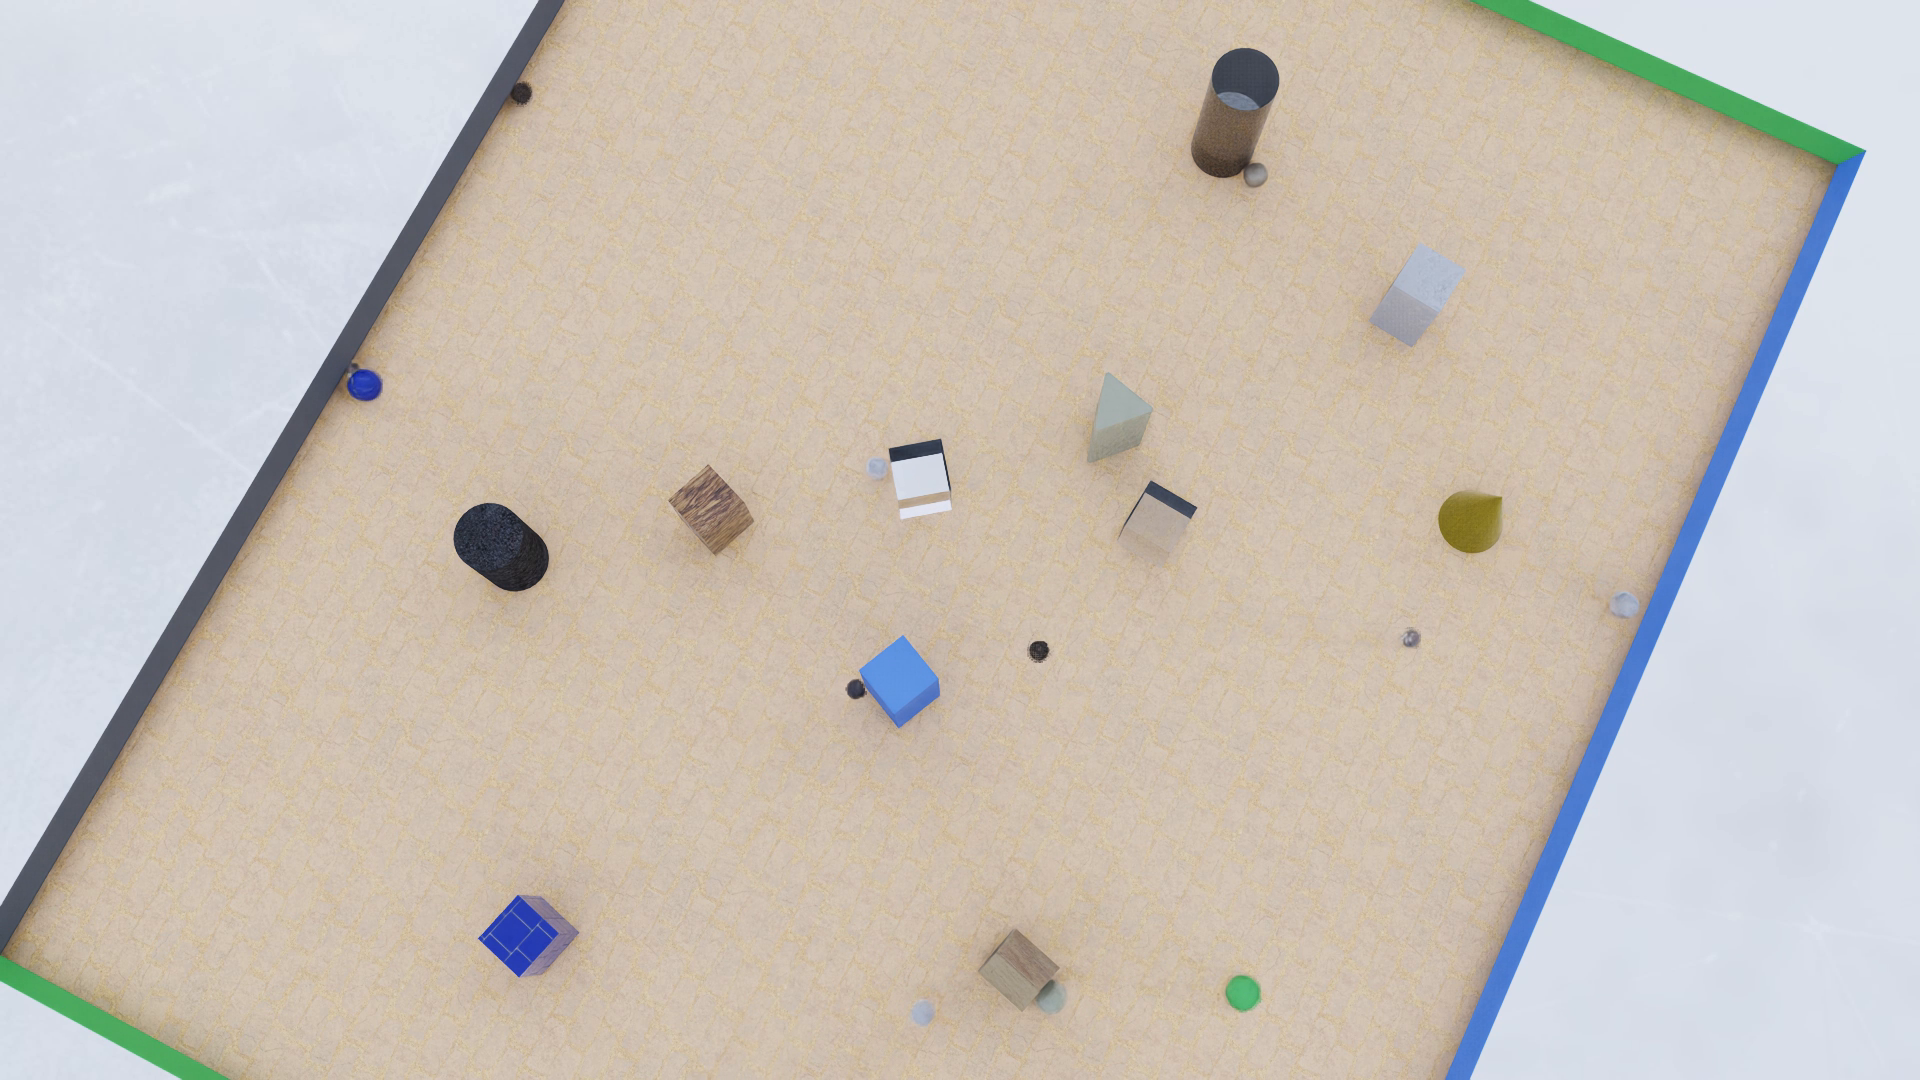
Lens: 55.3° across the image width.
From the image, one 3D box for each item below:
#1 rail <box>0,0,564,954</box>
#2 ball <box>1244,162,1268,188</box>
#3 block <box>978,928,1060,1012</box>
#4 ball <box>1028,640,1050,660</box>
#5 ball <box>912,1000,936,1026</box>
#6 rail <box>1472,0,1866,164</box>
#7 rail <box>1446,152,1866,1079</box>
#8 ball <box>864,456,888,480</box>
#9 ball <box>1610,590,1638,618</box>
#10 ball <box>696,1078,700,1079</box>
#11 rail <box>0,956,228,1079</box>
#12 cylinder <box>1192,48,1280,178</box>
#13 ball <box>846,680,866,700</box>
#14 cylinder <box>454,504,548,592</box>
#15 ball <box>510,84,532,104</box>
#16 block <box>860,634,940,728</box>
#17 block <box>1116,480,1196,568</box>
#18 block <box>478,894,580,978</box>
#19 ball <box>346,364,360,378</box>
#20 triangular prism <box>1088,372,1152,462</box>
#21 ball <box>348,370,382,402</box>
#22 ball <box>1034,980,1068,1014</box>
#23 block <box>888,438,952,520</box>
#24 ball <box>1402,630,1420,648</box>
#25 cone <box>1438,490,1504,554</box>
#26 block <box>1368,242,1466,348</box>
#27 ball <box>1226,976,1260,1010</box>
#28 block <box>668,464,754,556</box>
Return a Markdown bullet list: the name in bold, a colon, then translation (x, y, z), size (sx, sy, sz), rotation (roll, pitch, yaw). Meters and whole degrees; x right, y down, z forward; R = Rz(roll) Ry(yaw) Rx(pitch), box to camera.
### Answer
- **rail**: translation (-1.754, -0.852, 5.726), size (0.045, 0.129, 4.757), rotation (26, 80, 5)
- **ball**: translation (0.939, -1.158, 5.816), size (0.078, 0.078, 0.078), rotation (0, 78, 0)
- **block**: translation (0.165, 1.222, 5.218), size (0.159, 0.286, 0.159), rotation (41, 81, 8)
- **ball**: translation (0.237, 0.333, 5.516), size (0.061, 0.061, 0.061), rotation (0, 78, 0)
- **ball**: translation (-0.105, 1.366, 5.298), size (0.071, 0.071, 0.071), rotation (0, 78, 0)
- **rail**: translation (1.053, -2.056, 5.975), size (3.970, 0.129, 0.045), rotation (26, 80, 5)
- **rail**: translation (1.754, 0.866, 5.370), size (0.045, 0.129, 4.757), rotation (26, 80, 5)
- **ball**: translation (-0.256, -0.220, 5.626), size (0.071, 0.071, 0.071), rotation (0, 78, 0)
- **ball**: translation (2.004, 0.194, 5.535), size (0.081, 0.081, 0.081), rotation (0, 78, 0)
- **ball**: translation (-0.755, 1.570, 5.271), size (0.040, 0.040, 0.040), rotation (0, 78, 0)
- **rail**: translation (-1.053, 2.069, 5.121), size (3.970, 0.129, 0.045), rotation (26, 80, 5)
- **cylinder**: translation (0.840, -1.305, 5.632), size (0.199, 0.498, 0.199), rotation (0, 78, 0)
- **ball**: translation (-0.312, 0.447, 5.488), size (0.059, 0.059, 0.059), rotation (0, 78, 0)
- **cylinder**: translation (-1.357, 0.025, 5.436), size (0.199, 0.344, 0.199), rotation (0, 78, 0)
- **ball**: translation (-1.409, -1.433, 5.881), size (0.064, 0.064, 0.064), rotation (0, 78, 0)
- **block**: translation (-0.172, 0.416, 5.329), size (0.159, 0.394, 0.159), rotation (-38, 81, -7)
- **block**: translation (0.589, -0.044, 5.498), size (0.159, 0.249, 0.159), rotation (31, 80, 6)
- **block**: translation (-1.228, 1.130, 5.237), size (0.159, 0.286, 0.159), rotation (41, 81, 8)
- **ball**: translation (-1.889, -0.526, 5.701), size (0.047, 0.047, 0.047), rotation (0, 78, 0)
- **triangular prism**: translation (0.452, -0.377, 5.493), size (0.173, 0.395, 0.150), rotation (-19, 79, -4)
- **ball**: translation (-1.841, -0.477, 5.664), size (0.100, 0.100, 0.100), rotation (0, 78, 0)
- **ball**: translation (0.263, 1.320, 5.294), size (0.097, 0.097, 0.097), rotation (0, 78, 0)
- **block**: translation (-0.118, -0.182, 5.520), size (0.159, 0.263, 0.159), rotation (-11, 79, -2)
- **ball**: translation (1.360, 0.298, 5.528), size (0.054, 0.054, 0.054), rotation (0, 78, 0)
- **cone**: translation (1.569, -0.091, 5.464), size (0.199, 0.336, 0.199), rotation (0, 78, 0)
- **block**: translation (1.393, -0.745, 5.598), size (0.159, 0.338, 0.159), rotation (33, 80, 6)
- **ball**: translation (0.817, 1.309, 5.295), size (0.099, 0.099, 0.099), rotation (0, 78, 0)
- **block**: translation (-0.744, -0.086, 5.499), size (0.159, 0.264, 0.159), rotation (-43, 81, -8)
